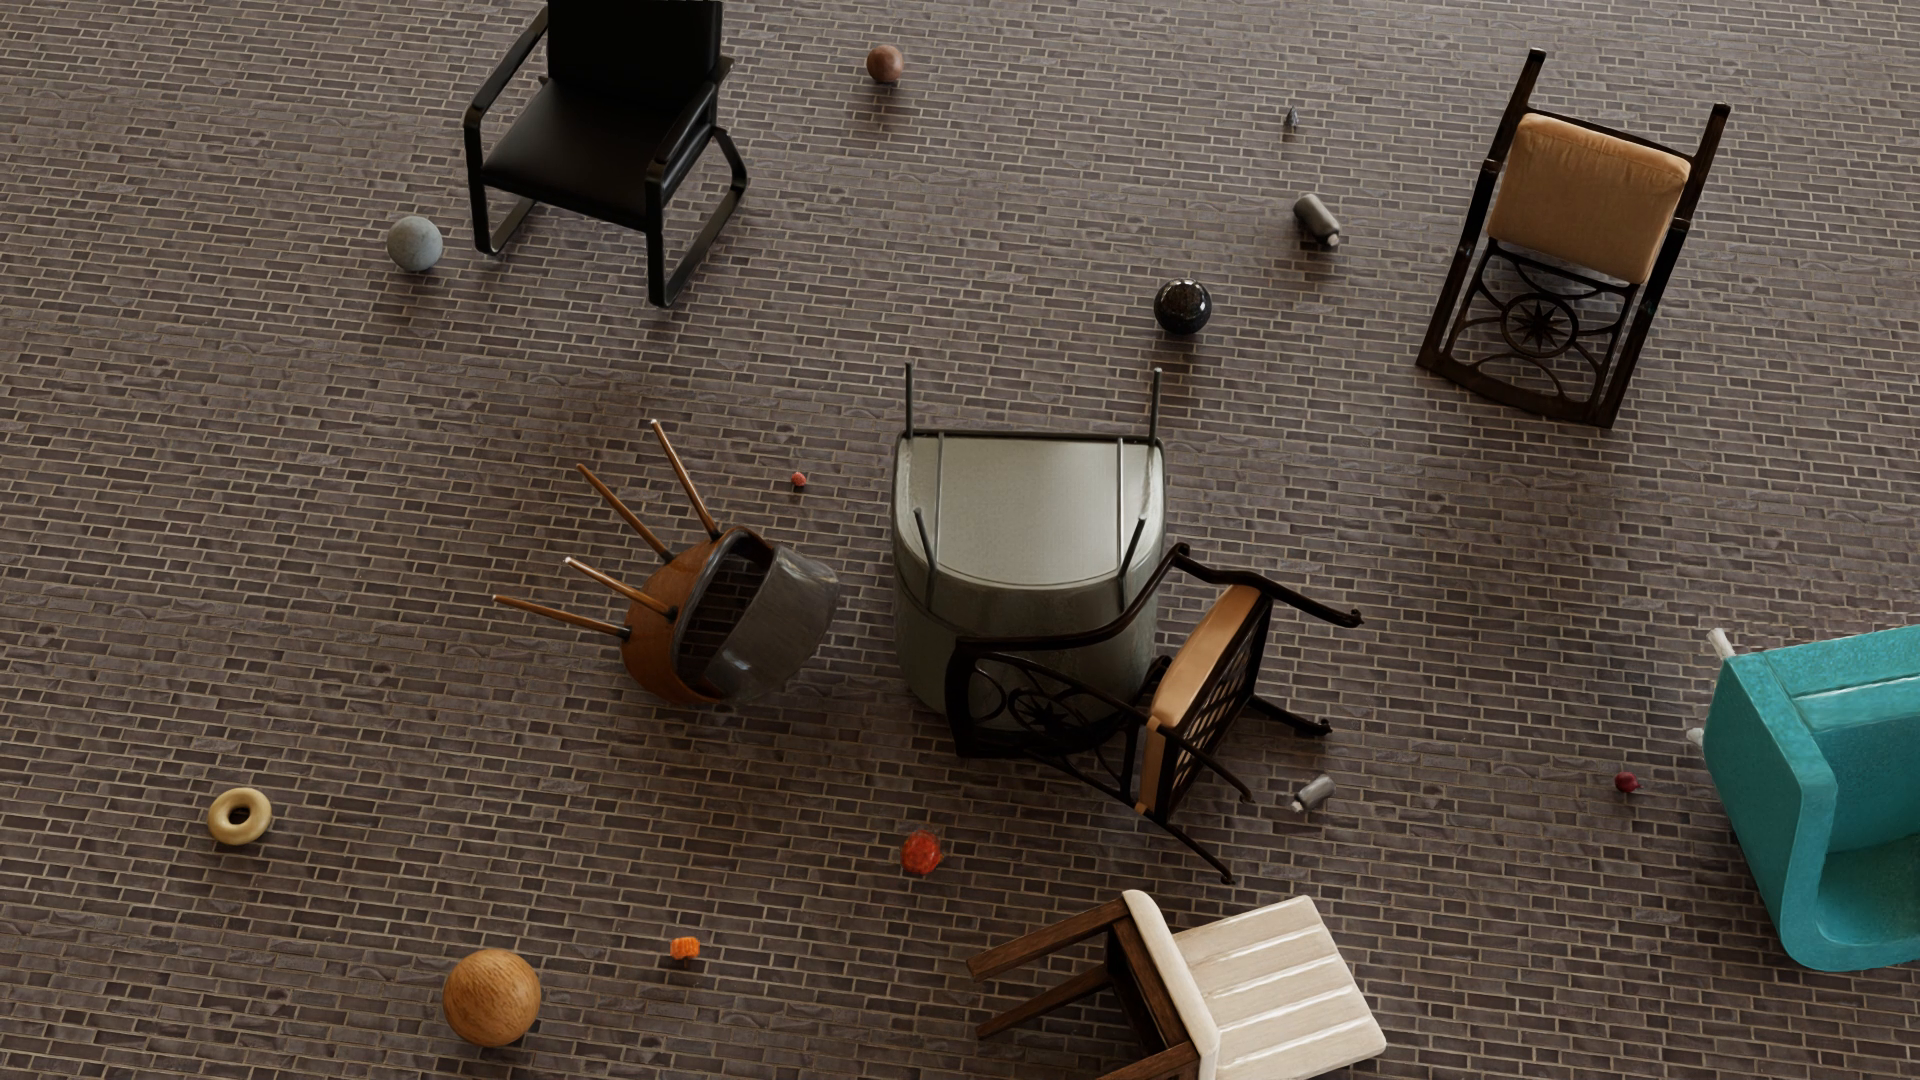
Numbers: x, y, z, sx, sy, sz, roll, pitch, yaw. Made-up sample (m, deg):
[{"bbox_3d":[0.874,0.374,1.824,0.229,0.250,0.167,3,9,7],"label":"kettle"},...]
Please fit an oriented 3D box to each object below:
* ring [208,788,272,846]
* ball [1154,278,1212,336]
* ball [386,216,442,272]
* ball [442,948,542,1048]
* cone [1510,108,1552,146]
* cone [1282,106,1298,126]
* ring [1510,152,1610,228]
[{"bbox_3d":[-1.977,0.758,6.032,0.176,0.055,0.171,1,57,2],"label":"ring"},{"bbox_3d":[0.705,-0.738,6.958,0.185,0.185,0.185,0,56,0],"label":"ball"},{"bbox_3d":[-1.763,-0.958,7.110,0.178,0.178,0.178,0,56,0],"label":"ball"},{"bbox_3d":[-1.200,1.174,5.637,0.249,0.249,0.249,0,56,0],"label":"ball"},{"bbox_3d":[1.965,-1.394,7.473,0.140,0.136,0.131,2,37,-30],"label":"cone"},{"bbox_3d":[1.134,-1.456,7.499,0.058,0.087,0.038,-18,58,-12],"label":"cone"},{"bbox_3d":[1.985,-1.157,7.263,0.435,0.147,0.150,-30,58,-20],"label":"ring"}]
